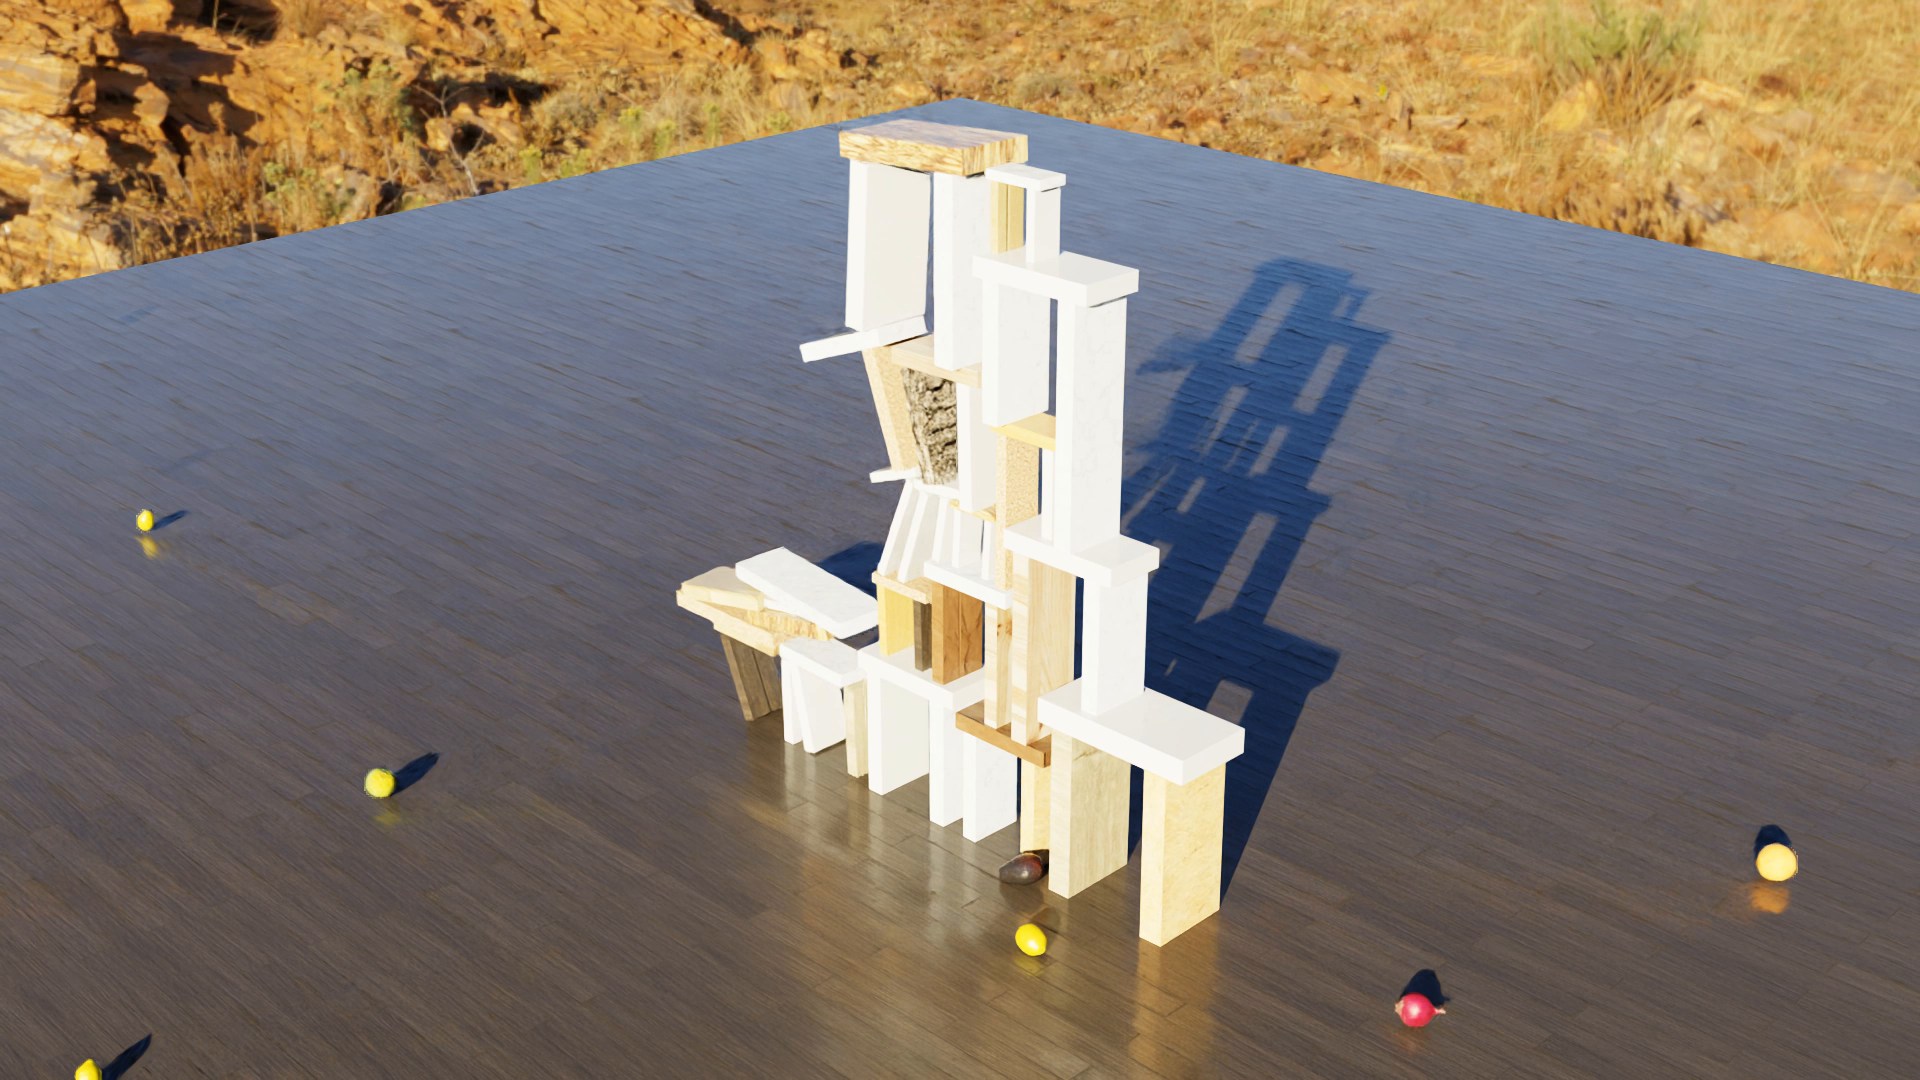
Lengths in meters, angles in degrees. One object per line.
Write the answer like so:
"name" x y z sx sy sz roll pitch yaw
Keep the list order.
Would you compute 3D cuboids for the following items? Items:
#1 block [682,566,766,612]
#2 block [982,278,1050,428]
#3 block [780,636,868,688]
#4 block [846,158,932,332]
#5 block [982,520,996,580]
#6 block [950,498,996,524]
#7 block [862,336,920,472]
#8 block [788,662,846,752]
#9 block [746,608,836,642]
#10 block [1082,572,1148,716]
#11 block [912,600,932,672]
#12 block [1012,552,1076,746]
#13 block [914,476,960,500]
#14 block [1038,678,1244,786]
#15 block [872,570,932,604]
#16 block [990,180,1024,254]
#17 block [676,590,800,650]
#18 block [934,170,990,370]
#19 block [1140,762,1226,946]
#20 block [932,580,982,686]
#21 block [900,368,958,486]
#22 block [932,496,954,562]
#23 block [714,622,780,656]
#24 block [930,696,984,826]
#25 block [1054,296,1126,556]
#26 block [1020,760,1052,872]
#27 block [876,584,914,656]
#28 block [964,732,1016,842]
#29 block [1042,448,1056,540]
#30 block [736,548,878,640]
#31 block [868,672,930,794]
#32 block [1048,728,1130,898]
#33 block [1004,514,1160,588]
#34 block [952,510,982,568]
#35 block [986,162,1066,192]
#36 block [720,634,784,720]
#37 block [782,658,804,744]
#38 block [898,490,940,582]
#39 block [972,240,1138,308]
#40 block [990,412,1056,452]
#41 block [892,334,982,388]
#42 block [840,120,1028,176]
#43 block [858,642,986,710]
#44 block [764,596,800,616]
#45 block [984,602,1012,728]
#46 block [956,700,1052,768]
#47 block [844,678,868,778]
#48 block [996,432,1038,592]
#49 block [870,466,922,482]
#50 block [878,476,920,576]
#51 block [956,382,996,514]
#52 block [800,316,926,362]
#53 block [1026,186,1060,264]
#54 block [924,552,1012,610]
"block" -0.480 0.104 4.776 0.235 0.033 0.117 8 24 40
"block" 0.101 -0.350 3.960 0.038 0.269 0.135 21 31 41
"block" -0.276 0.249 4.620 0.101 0.029 0.202 -20 31 -39
"block" -0.134 -0.565 4.129 0.162 0.323 0.046 -21 35 -40
"block" 0.070 0.011 4.154 0.060 0.120 0.017 -21 34 -41
"block" 0.045 -0.062 4.150 0.120 0.017 0.060 21 31 41
"block" -0.103 -0.263 4.221 0.120 0.240 0.034 -21 10 -39
"block" -0.301 0.342 4.696 0.101 0.202 0.029 -21 18 -41
"block" -0.327 0.160 4.660 0.235 0.033 0.117 10 25 40
"block" 0.281 0.176 3.997 0.131 0.262 0.037 -21 31 -41
"block" -0.057 0.178 4.356 0.021 0.150 0.075 19 30 41
"block" 0.157 0.187 4.135 0.131 0.389 0.037 -21 31 -41
"block" -0.013 -0.104 4.194 0.070 0.020 0.139 -21 26 -41
"block" 0.328 0.337 4.015 0.173 0.049 0.346 -21 31 -40
"block" -0.095 0.084 4.357 0.150 0.021 0.075 21 31 40
"block" 0.083 -0.577 3.886 0.018 0.130 0.065 21 31 41
"block" -0.470 0.155 4.794 0.314 0.033 0.117 21 31 39
"block" 0.027 -0.500 3.980 0.046 0.359 0.162 21 31 41
"block" 0.407 0.551 4.017 0.049 0.346 0.173 20 30 40
"block" -0.005 0.165 4.302 0.108 0.217 0.031 -21 31 -41
"block" -0.040 -0.227 4.176 0.113 0.226 0.032 -22 16 -41
"block" -0.014 -0.030 4.226 0.070 0.139 0.020 -21 41 -41
"block" -0.435 0.195 4.780 0.195 0.028 0.098 22 31 39
"block" 0.001 0.426 4.410 0.038 0.271 0.135 21 31 41
"block" 0.229 -0.210 3.881 0.038 0.465 0.135 21 31 41
"block" 0.171 0.512 4.253 0.117 0.235 0.033 -21 31 -41
"block" -0.129 0.150 4.422 0.075 0.150 0.021 -21 28 -41
"block" 0.060 0.469 4.354 0.033 0.235 0.117 21 31 41
"block" 0.187 -0.094 3.984 0.086 0.172 0.024 -21 31 -41
"block" -0.314 0.108 4.626 0.120 0.034 0.399 -20 29 -32
"block" -0.126 0.376 4.527 0.038 0.271 0.135 21 31 41
"block" 0.247 0.488 4.166 0.049 0.346 0.173 21 30 40
"block" 0.219 0.015 3.995 0.262 0.037 0.131 21 31 41
"block" 0.014 -0.011 4.206 0.060 0.120 0.017 -21 34 -41
"block" 0.114 -0.633 3.830 0.130 0.018 0.065 21 31 40
"block" -0.453 0.288 4.839 0.098 0.195 0.028 -22 8 -41
"block" -0.335 0.331 4.729 0.098 0.195 0.028 -21 30 -41
"block" -0.069 -0.014 4.292 0.070 0.216 0.020 -22 50 -41
"block" 0.165 -0.467 3.842 0.269 0.038 0.135 21 31 41
"block" 0.146 -0.200 3.982 0.086 0.024 0.172 -21 31 -40
"block" -0.009 -0.335 4.096 0.226 0.032 0.113 20 30 41
"block" -0.050 -0.712 3.977 0.162 0.046 0.323 -21 27 -40
"block" -0.063 0.259 4.408 0.271 0.038 0.135 21 31 41
"block" -0.341 0.133 4.653 0.139 0.020 0.069 12 27 39
"block" 0.097 0.224 4.215 0.031 0.258 0.108 21 31 41
"block" 0.115 0.367 4.251 0.235 0.033 0.117 21 31 40
"block" -0.192 0.384 4.595 0.101 0.202 0.029 -21 28 -40
"block" 0.106 -0.062 4.085 0.086 0.310 0.024 -21 31 -40
"block" -0.105 -0.135 4.277 0.069 0.020 0.139 -21 10 -39
"block" -0.103 -0.033 4.315 0.069 0.235 0.020 -21 52 -41
"block" 0.048 -0.185 4.099 0.032 0.249 0.113 19 30 41
"block" -0.188 -0.389 4.262 0.120 0.034 0.240 -21 10 -40
"block" 0.145 -0.553 3.831 0.018 0.130 0.065 21 31 41
"block" 0.046 0.071 4.206 0.108 0.031 0.217 -21 31 -41
